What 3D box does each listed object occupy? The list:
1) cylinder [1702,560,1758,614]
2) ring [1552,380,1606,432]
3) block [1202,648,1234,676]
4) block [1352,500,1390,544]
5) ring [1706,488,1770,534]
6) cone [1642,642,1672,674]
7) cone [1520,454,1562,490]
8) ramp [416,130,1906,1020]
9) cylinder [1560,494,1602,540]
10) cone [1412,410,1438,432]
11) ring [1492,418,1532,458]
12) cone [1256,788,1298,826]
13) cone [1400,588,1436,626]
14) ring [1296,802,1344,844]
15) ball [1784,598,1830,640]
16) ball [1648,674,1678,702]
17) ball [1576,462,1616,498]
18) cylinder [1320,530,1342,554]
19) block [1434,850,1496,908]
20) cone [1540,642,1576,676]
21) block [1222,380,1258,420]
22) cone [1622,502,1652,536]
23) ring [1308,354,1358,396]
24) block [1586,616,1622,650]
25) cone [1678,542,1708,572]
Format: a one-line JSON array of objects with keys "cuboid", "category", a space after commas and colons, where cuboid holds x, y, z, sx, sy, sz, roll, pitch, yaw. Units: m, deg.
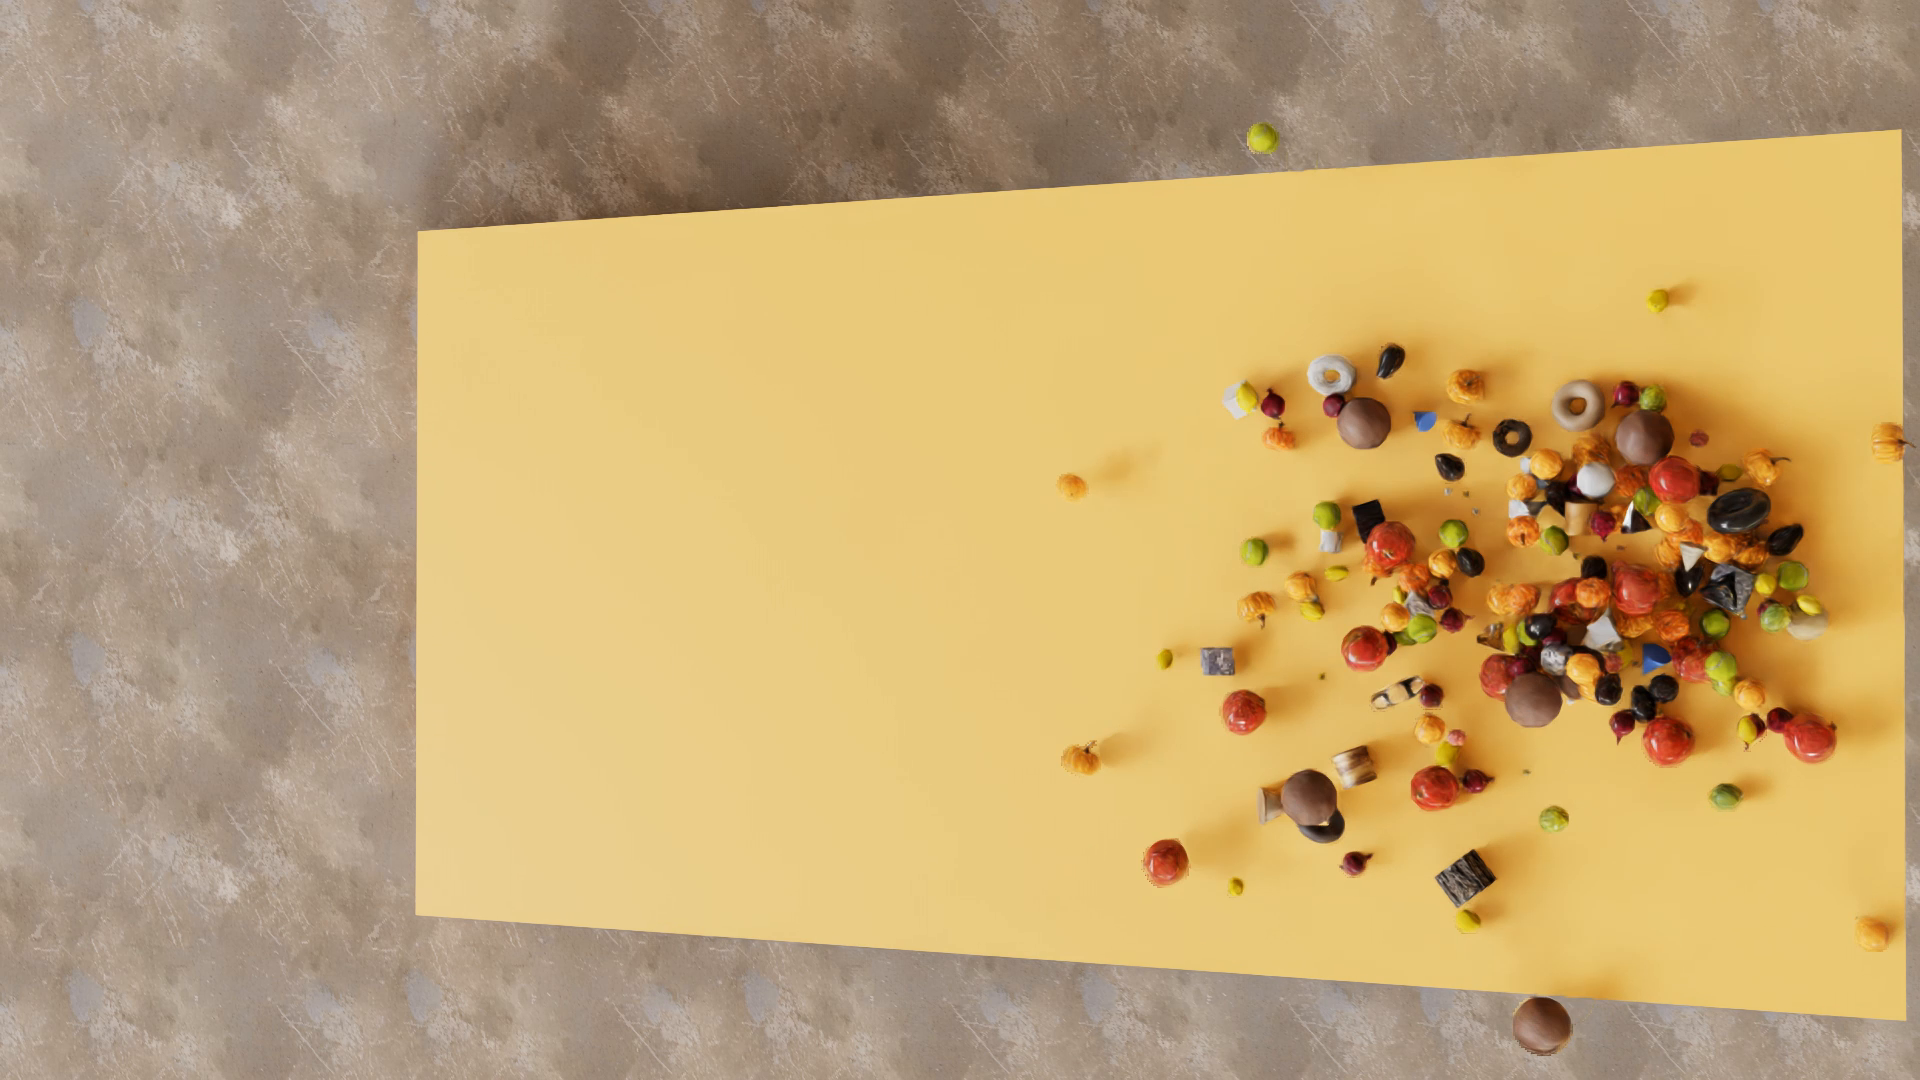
[{"cuboid": [1.761, 0.108, 5.028, 0.096, 0.096, 0.096, 21, 98, 0], "category": "cylinder"}, {"cuboid": [1.455, -0.316, 5.176, 0.128, 0.043, 0.128, -6, 78, 31], "category": "ring"}, {"cuboid": [0.641, 0.303, 5.470, 0.065, 0.065, 0.065, -3, 92, -8], "category": "block"}, {"cuboid": [0.995, -0.045, 5.334, 0.066, 0.066, 0.066, -17, 126, 8], "category": "block"}, {"cuboid": [1.763, -0.066, 4.980, 0.143, 0.143, 0.048, -29, 113, 0], "category": "ring"}, {"cuboid": [1.607, 0.290, 5.122, 0.071, 0.071, 0.071, 19, 125, 0], "category": "cone"}, {"cuboid": [1.393, -0.182, 5.210, 0.090, 0.090, 0.090, -34, 89, -9], "category": "cone"}, {"cuboid": [0.283, 0.086, 5.732, 4.000, 0.100, 2.000, 0, 89, 22], "category": "ramp"}, {"cuboid": [1.452, -0.053, 5.138, 0.077, 0.077, 0.077, 11, 116, 0], "category": "cylinder"}, {"cuboid": [1.116, -0.300, 5.332, 0.057, 0.057, 0.057, -42, 46, 0], "category": "cone"}, {"cuboid": [1.318, -0.244, 5.247, 0.092, 0.031, 0.092, 0, 90, 21], "category": "ring"}, {"cuboid": [0.792, 0.657, 5.442, 0.095, 0.095, 0.095, -1, 89, -5], "category": "cone"}, {"cuboid": [1.089, 0.147, 5.271, 0.087, 0.087, 0.087, -23, 128, 0], "category": "cone"}, {"cuboid": [0.876, 0.686, 5.349, 0.122, 0.122, 0.041, 11, 131, 0], "category": "ring"}, {"cuboid": [1.911, 0.180, 4.966, 0.096, 0.096, 0.096, 0, 89, 0], "category": "ball"}, {"cuboid": [1.630, 0.344, 5.094, 0.066, 0.066, 0.066, 0, 89, 0], "category": "ball"}, {"cuboid": [1.473, -0.139, 5.091, 0.087, 0.087, 0.087, 0, 89, 0], "category": "ball"}, {"cuboid": [0.910, 0.005, 5.397, 0.052, 0.052, 0.052, 5, 92, 0], "category": "cylinder"}, {"cuboid": [1.204, 0.806, 5.239, 0.089, 0.089, 0.089, -44, 74, 28], "category": "block"}, {"cuboid": [1.375, 0.269, 5.052, 0.079, 0.079, 0.079, -2, 80, 12], "category": "cone"}, {"cuboid": [0.697, -0.349, 5.460, 0.059, 0.059, 0.059, -25, 120, 35], "category": "block"}, {"cuboid": [1.543, -0.056, 5.038, 0.072, 0.072, 0.072, -18, 106, 0], "category": "cone"}, {"cuboid": [0.911, -0.404, 5.381, 0.121, 0.040, 0.121, 9, 131, 11], "category": "ring"}, {"cuboid": [1.468, 0.213, 5.011, 0.052, 0.052, 0.052, -32, 64, 18], "category": "block"}, {"cuboid": [1.627, 0.043, 4.901, 0.065, 0.065, 0.065, 9, 103, 0], "category": "cone"}]
